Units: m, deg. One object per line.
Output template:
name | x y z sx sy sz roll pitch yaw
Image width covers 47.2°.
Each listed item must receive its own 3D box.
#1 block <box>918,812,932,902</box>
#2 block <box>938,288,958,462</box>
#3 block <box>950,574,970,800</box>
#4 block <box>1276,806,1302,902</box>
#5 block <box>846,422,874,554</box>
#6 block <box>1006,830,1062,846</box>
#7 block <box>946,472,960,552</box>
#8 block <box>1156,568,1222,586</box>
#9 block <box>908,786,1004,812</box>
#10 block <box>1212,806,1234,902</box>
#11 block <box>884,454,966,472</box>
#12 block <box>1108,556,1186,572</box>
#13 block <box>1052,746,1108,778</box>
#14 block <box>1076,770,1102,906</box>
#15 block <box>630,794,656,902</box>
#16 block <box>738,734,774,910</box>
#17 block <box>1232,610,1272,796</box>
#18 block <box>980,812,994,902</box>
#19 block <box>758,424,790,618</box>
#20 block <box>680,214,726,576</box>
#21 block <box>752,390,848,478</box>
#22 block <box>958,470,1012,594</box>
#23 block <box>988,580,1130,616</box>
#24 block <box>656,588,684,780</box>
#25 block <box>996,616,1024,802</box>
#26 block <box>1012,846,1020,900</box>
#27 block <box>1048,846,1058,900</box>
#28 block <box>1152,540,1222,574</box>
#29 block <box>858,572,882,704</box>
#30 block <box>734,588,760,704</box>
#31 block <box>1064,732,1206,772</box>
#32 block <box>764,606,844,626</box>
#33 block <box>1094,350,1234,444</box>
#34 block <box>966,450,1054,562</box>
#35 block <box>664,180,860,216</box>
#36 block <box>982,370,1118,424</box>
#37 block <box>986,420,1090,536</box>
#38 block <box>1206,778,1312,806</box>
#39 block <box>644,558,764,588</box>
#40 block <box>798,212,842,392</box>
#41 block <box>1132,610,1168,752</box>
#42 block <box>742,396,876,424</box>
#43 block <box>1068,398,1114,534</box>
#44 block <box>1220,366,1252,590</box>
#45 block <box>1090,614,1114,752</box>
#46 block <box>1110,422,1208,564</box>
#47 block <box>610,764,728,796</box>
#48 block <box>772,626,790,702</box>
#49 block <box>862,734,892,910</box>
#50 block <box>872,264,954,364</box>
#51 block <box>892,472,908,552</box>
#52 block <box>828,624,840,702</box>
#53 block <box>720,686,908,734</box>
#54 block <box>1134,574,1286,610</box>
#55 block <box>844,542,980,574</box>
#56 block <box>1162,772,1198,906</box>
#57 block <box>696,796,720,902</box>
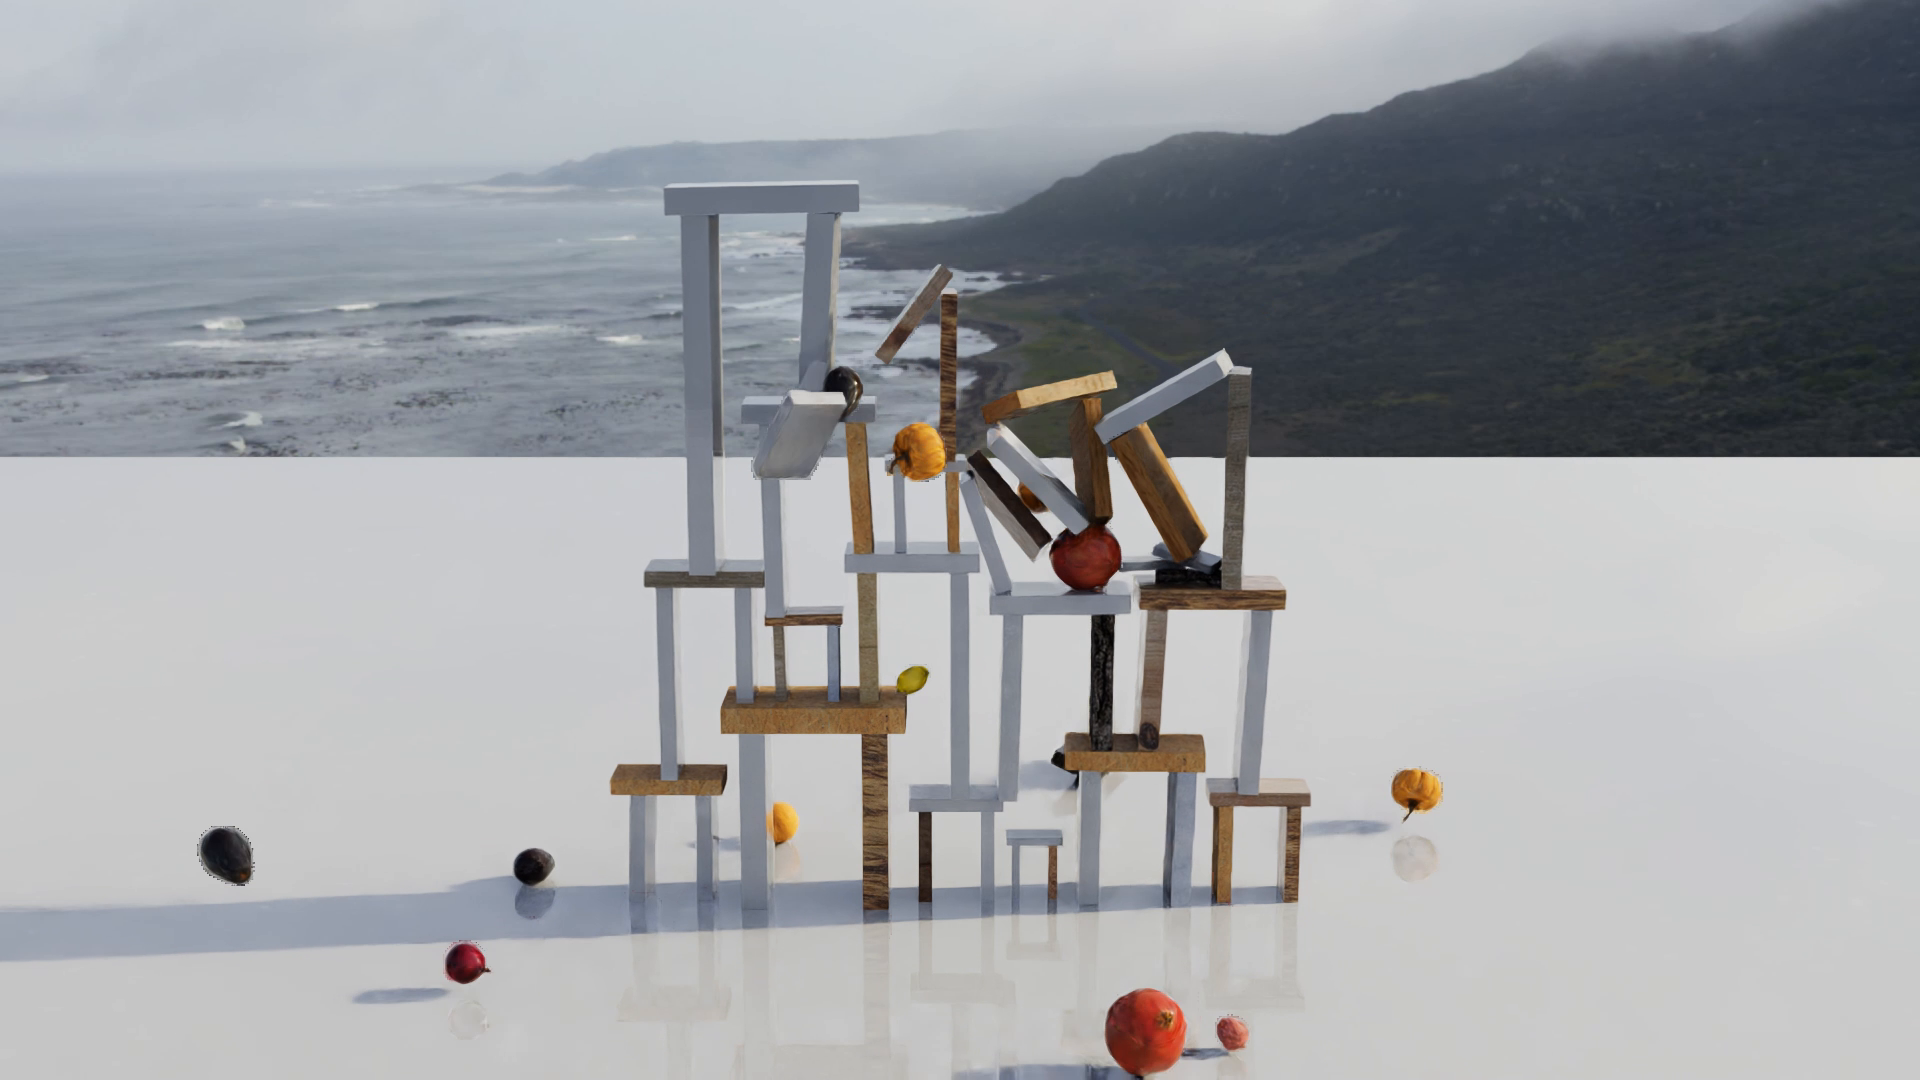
block | -0.057 0.514 3.653 0.022 0.155 0.077 0 11 0
block | -0.019 -0.263 3.497 0.025 0.266 0.087 0 12 -2
block | 0.000 0.229 3.607 0.031 0.379 0.108 0 11 0
block | 0.546 0.509 3.652 0.023 0.165 0.082 0 11 0
block | -0.161 -0.091 3.541 0.030 0.211 0.105 -3 11 0
block | 0.123 0.493 3.647 0.093 0.013 0.046 0 11 0
block | -0.012 -0.050 3.542 0.018 0.131 0.065 -2 12 -2
block | 0.372 0.060 3.581 0.105 0.015 0.053 1 10 5
block | -0.006 0.427 3.637 0.155 0.022 0.077 0 11 0
block | 0.436 0.509 3.652 0.023 0.165 0.082 0 11 0
block | -0.056 -0.124 3.526 0.131 0.018 0.065 0 12 -2
block | 0.307 0.038 3.616 0.115 0.015 0.053 -3 10 -19
block | 0.256 0.429 4.345 0.095 0.027 0.190 25 15 17
block | 0.213 0.477 3.649 0.032 0.229 0.114 1 11 0
block | -0.527 0.499 3.656 0.026 0.183 0.091 3 11 3
block | -0.336 0.445 3.639 0.042 0.297 0.148 0 11 0
block | 0.479 0.253 3.608 0.033 0.307 0.117 3 11 1
block | 0.046 0.514 3.653 0.022 0.155 0.077 0 11 0
block | -0.299 -0.039 3.550 0.030 0.314 0.105 -1 10 0
block | -0.408 -0.236 3.505 0.042 0.567 0.149 0 11 0
block | -0.243 -0.158 3.326 0.087 0.175 0.025 0 53 -28
block | 0.040 -0.014 3.562 0.027 0.190 0.095 -19 10 2
block | 0.161 0.094 3.581 0.226 0.032 0.113 0 10 0
block | -0.474 0.225 3.603 0.027 0.322 0.096 0 11 0
block | 0.081 0.264 3.610 0.032 0.310 0.113 1 10 -1
block | 0.092 0.545 3.657 0.013 0.093 0.046 0 11 0
block | 0.154 0.545 3.657 0.013 0.093 0.046 0 11 0
block | 0.373 0.027 3.602 0.105 0.015 0.053 19 23 25
block | -0.147 0.149 3.590 0.031 0.217 0.108 -1 11 1
block | -0.348 0.161 3.591 0.027 0.192 0.096 0 11 1
block | 0.287 0.349 3.620 0.229 0.032 0.114 0 11 3
block | -0.253 0.124 3.578 0.126 0.018 0.063 -1 10 0
block | 0.328 -0.231 3.535 0.225 0.032 0.113 -29 5 19
block | 0.077 -0.054 3.616 0.027 0.190 0.095 -38 -8 -13
block | -0.308 -0.536 3.440 0.298 0.042 0.149 -2 12 -3
block | 0.147 -0.233 3.598 0.204 0.029 0.102 -15 -4 -36
block | 0.125 -0.101 3.532 0.029 0.204 0.102 -43 13 12
block | 0.492 0.417 3.634 0.165 0.023 0.082 0 11 1
block | -0.410 0.054 3.568 0.192 0.027 0.096 0 11 0
block | -0.221 -0.371 3.481 0.042 0.298 0.149 4 12 1
block | 0.311 0.216 3.602 0.033 0.234 0.117 3 10 0
block | -0.240 -0.209 3.515 0.211 0.030 0.105 -1 11 -1
block | 0.215 -0.122 3.632 0.029 0.204 0.102 -2 -16 -12
block | 0.445 -0.100 3.539 0.032 0.345 0.112 3 11 9
block | 0.232 0.221 3.603 0.032 0.226 0.113 0 10 1
block | 0.325 -0.081 3.571 0.032 0.225 0.113 -27 7 25
block | -0.480 0.396 3.638 0.183 0.026 0.091 0 11 0
block | -0.292 0.195 3.592 0.018 0.126 0.063 -2 10 0
block | -0.138 0.444 3.639 0.042 0.297 0.149 0 11 0
block | -0.075 -0.357 3.470 0.025 0.175 0.087 36 3 -9
block | -0.096 -0.051 3.541 0.018 0.130 0.065 -1 12 1
block | -0.206 0.195 3.593 0.018 0.126 0.063 0 11 0
block | -0.237 0.278 3.608 0.297 0.042 0.148 0 11 0
block | 0.405 0.085 3.578 0.234 0.033 0.117 0 10 -1
block | -0.076 0.027 3.567 0.217 0.031 0.108 0 11 0
block | 0.364 0.478 3.642 0.032 0.229 0.114 2 10 -1
block | -0.420 0.499 3.657 0.026 0.183 0.091 0 11 0
